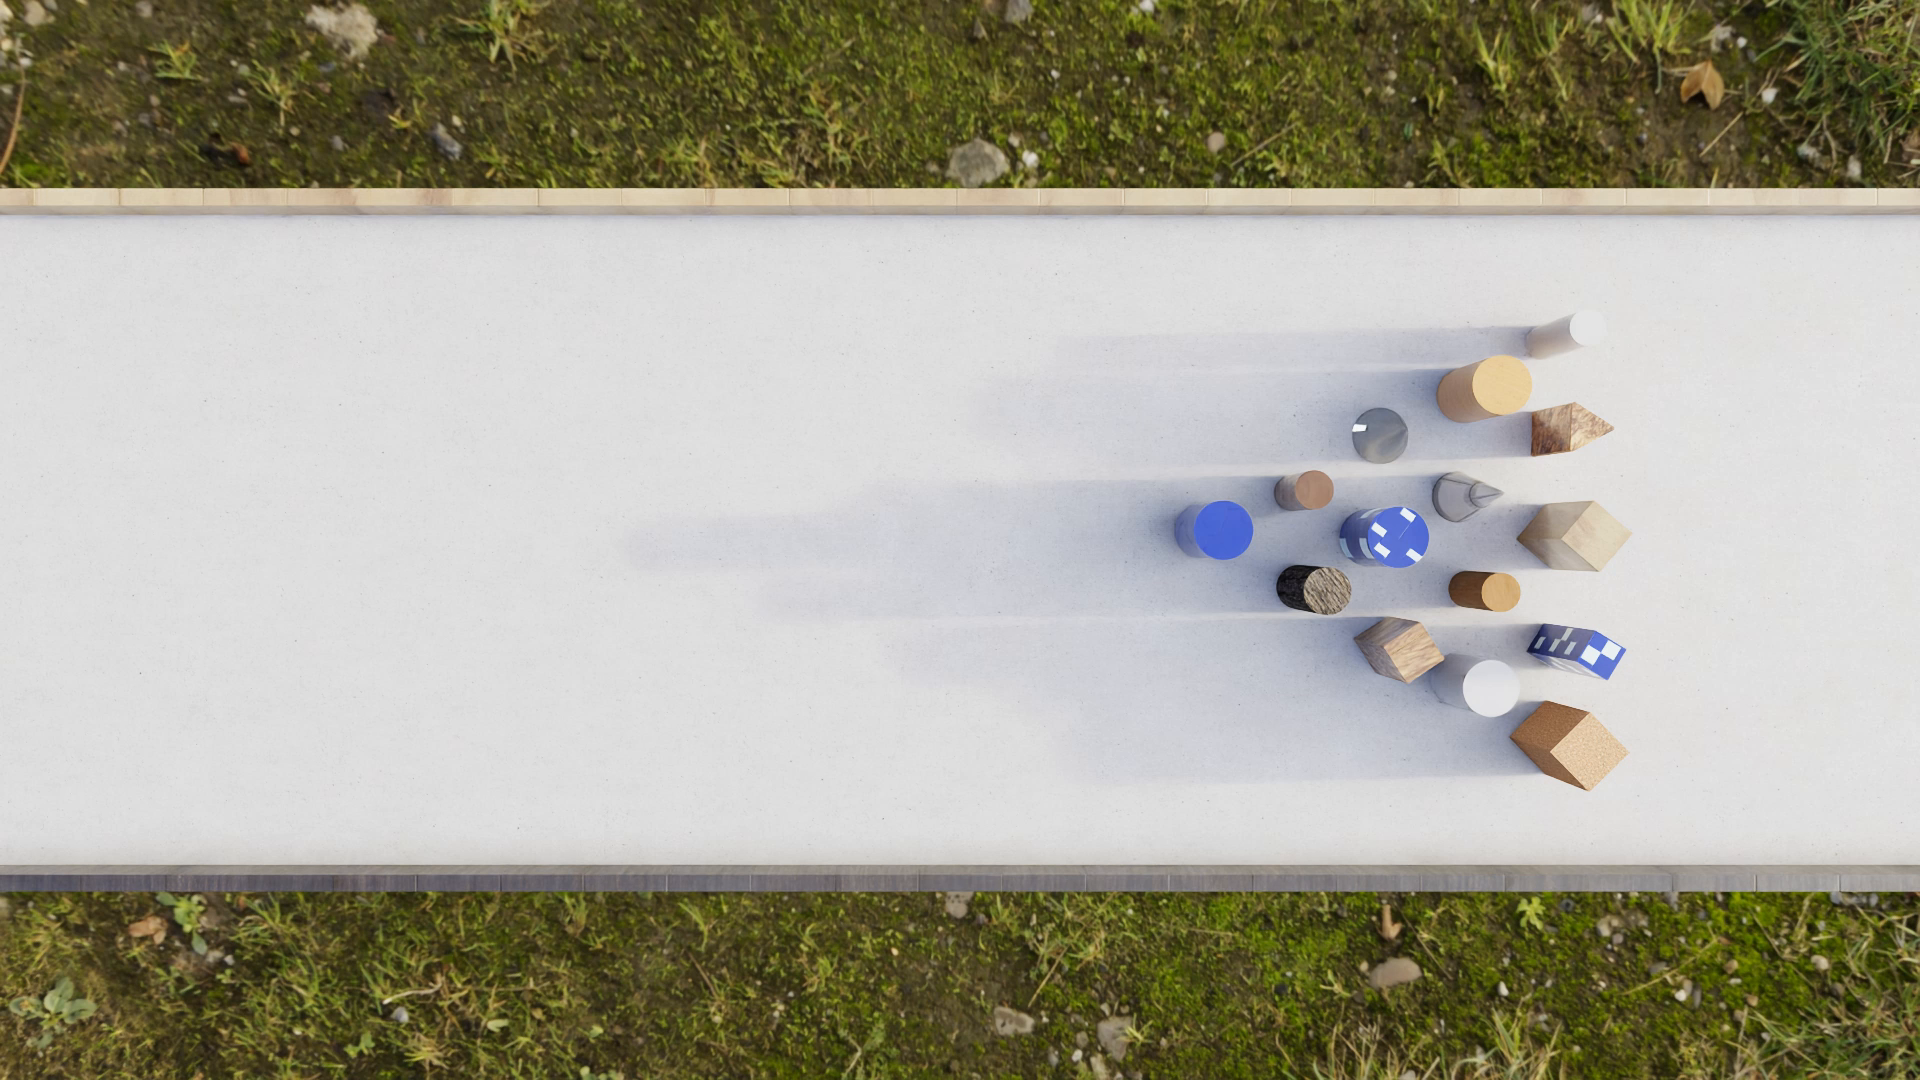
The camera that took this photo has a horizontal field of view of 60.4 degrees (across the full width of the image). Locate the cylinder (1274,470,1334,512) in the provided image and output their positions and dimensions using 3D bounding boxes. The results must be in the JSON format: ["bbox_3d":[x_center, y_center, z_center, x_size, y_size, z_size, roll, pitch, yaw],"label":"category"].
[{"bbox_3d":[1.023,-0.145,4.917,0.113,0.319,0.113,0,90,0],"label":"cylinder"}]

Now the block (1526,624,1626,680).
[{"bbox_3d":[1.814,0.327,4.869,0.104,0.414,0.104,32,90,0],"label":"block"}]

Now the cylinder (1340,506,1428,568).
[{"bbox_3d":[1.256,-0.007,4.900,0.176,0.352,0.176,0,90,0],"label":"cylinder"}]

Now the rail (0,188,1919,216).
[{"bbox_3d":[-2.247,-1.025,5.002,12.000,0.150,0.050,0,90,0],"label":"rail"}]

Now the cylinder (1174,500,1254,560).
[{"bbox_3d":[0.744,-0.027,4.865,0.168,0.423,0.168,0,90,0],"label":"cylinder"}]

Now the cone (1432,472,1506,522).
[{"bbox_3d":[1.532,-0.133,4.851,0.157,0.450,0.157,0,90,0],"label":"cone"}]

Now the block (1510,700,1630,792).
[{"bbox_3d":[1.803,0.607,4.899,0.162,0.355,0.162,-44,90,0],"label":"block"}]

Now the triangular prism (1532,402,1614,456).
[{"bbox_3d":[1.794,-0.343,4.912,0.140,0.329,0.121,-28,90,0],"label":"triangular prism"}]

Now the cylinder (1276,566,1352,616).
[{"bbox_3d":[1.042,0.145,4.876,0.137,0.402,0.137,0,90,0],"label":"cylinder"}]

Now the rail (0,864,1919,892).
[{"bbox_3d":[-2.247,1.025,5.001,12.000,0.150,0.050,0,90,0],"label":"rail"}]

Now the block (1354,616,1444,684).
[{"bbox_3d":[1.298,0.322,4.896,0.127,0.361,0.127,-33,90,0],"label":"block"}]

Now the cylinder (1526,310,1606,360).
[{"bbox_3d":[1.794,-0.607,4.894,0.106,0.366,0.106,0,90,0],"label":"cylinder"}]

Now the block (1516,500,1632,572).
[{"bbox_3d":[1.813,-0.011,4.885,0.145,0.383,0.145,40,90,0],"label":"block"}]

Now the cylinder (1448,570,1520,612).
[{"bbox_3d":[1.560,0.151,4.915,0.113,0.322,0.113,0,90,0],"label":"cylinder"}]

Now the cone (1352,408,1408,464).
[{"bbox_3d":[1.294,-0.320,4.920,0.174,0.313,0.174,0,90,0],"label":"cone"}]

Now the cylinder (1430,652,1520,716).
[{"bbox_3d":[1.530,0.428,4.914,0.164,0.326,0.164,0,90,0],"label":"cylinder"}]

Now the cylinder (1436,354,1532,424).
[{"bbox_3d":[1.552,-0.444,4.898,0.171,0.358,0.171,0,90,0],"label":"cylinder"}]
